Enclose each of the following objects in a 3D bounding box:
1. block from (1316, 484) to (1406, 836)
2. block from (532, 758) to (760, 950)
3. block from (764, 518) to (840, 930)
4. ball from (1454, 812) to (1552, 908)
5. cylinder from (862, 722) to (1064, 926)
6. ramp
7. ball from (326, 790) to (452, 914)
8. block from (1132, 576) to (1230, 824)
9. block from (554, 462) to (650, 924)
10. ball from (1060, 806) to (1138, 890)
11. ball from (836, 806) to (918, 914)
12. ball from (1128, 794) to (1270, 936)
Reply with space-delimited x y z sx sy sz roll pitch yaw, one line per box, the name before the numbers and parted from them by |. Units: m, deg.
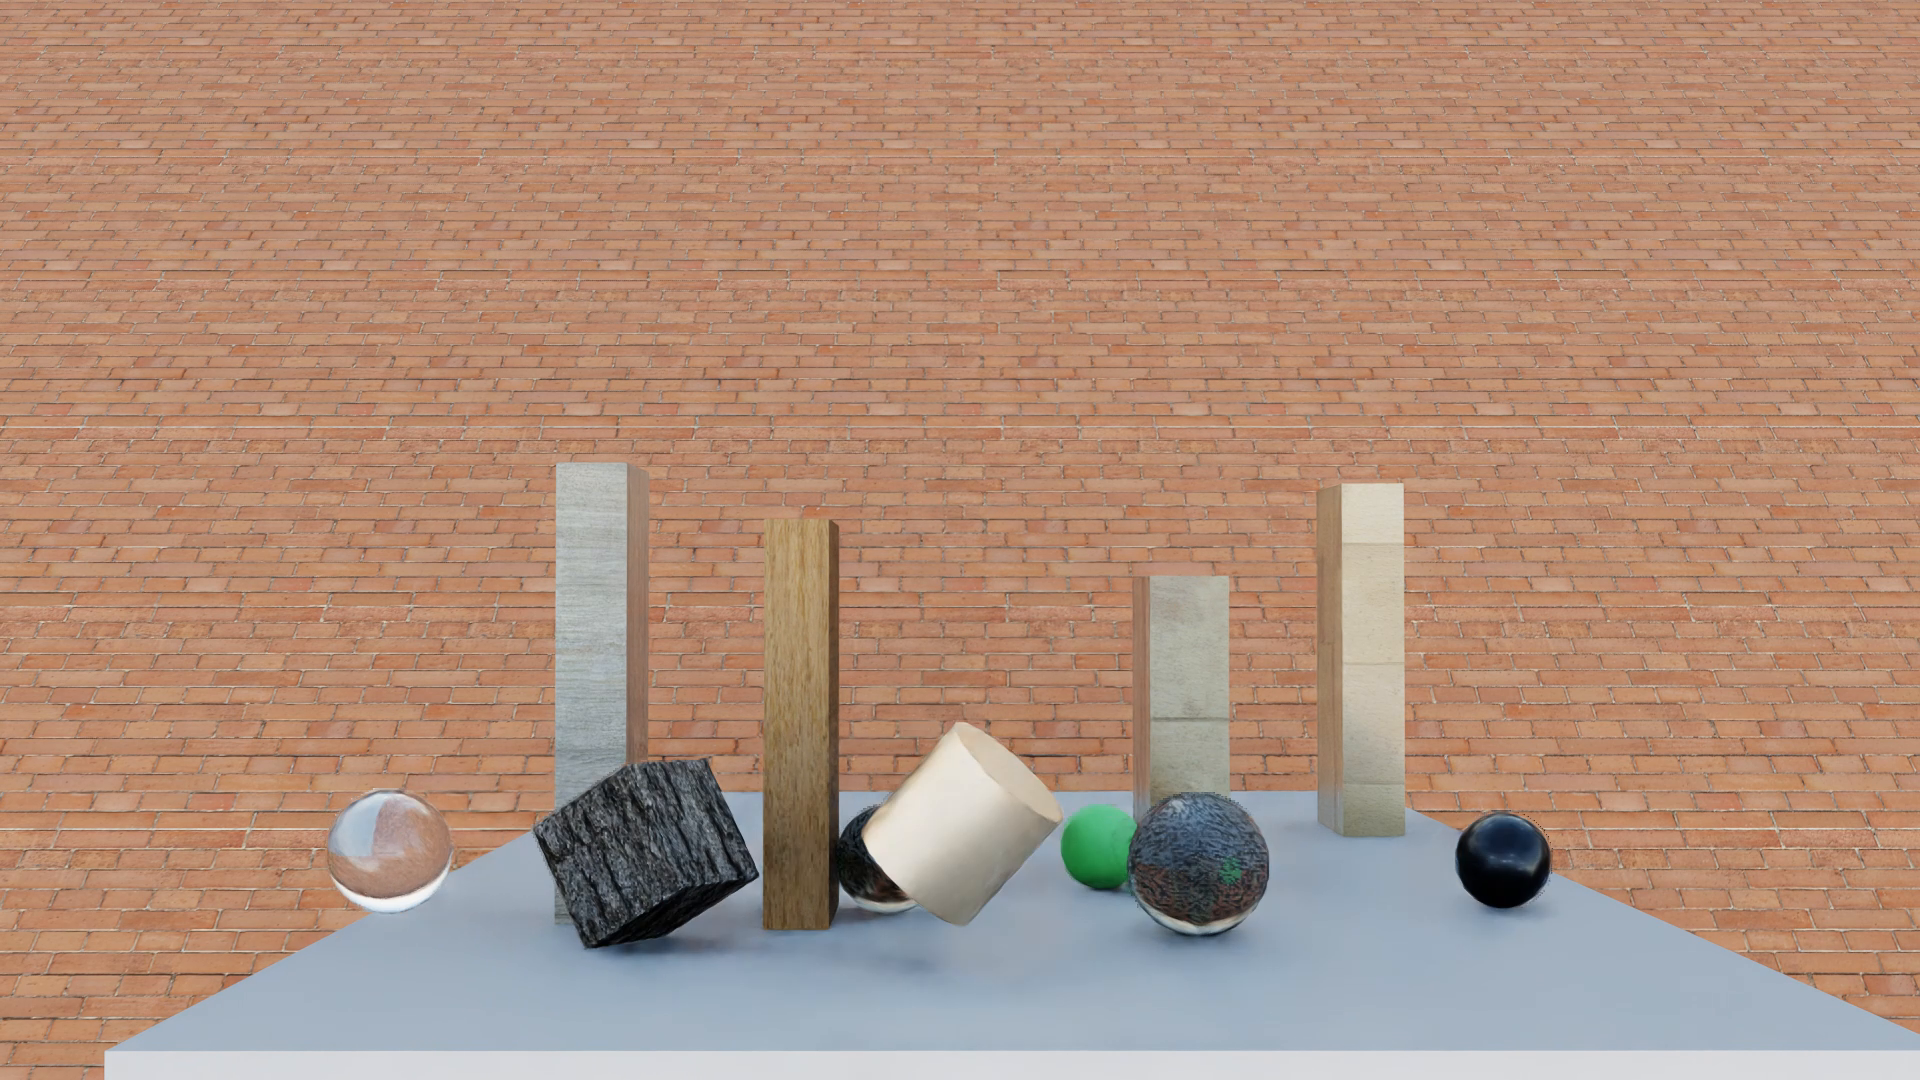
block | 0.867 0.257 5.640 0.130 0.741 0.390 0 -2 0
block | -0.445 0.444 3.693 0.190 0.190 0.190 4 56 -61
block | -0.244 0.279 4.036 0.097 0.612 0.327 0 -2 0
ball | 0.867 0.511 4.146 0.152 0.152 0.152 0 34 0
cylinder | 0.003 0.389 3.564 0.198 0.198 0.198 40 10 -8
ramp | 0.076 0.655 4.802 2.000 0.100 4.000 0 -2 0
ball | -0.895 0.489 4.076 0.194 0.194 0.194 0 34 0
block | 0.394 0.334 4.672 0.136 0.534 0.444 0 -2 0
block | -0.560 0.236 4.079 0.107 0.700 0.283 0 -2 0
ball | 0.243 0.524 4.430 0.142 0.142 0.142 0 34 0
ball | -0.111 0.501 4.070 0.169 0.169 0.169 0 34 0
ball | 0.348 0.474 3.791 0.207 0.207 0.207 0 34 0
